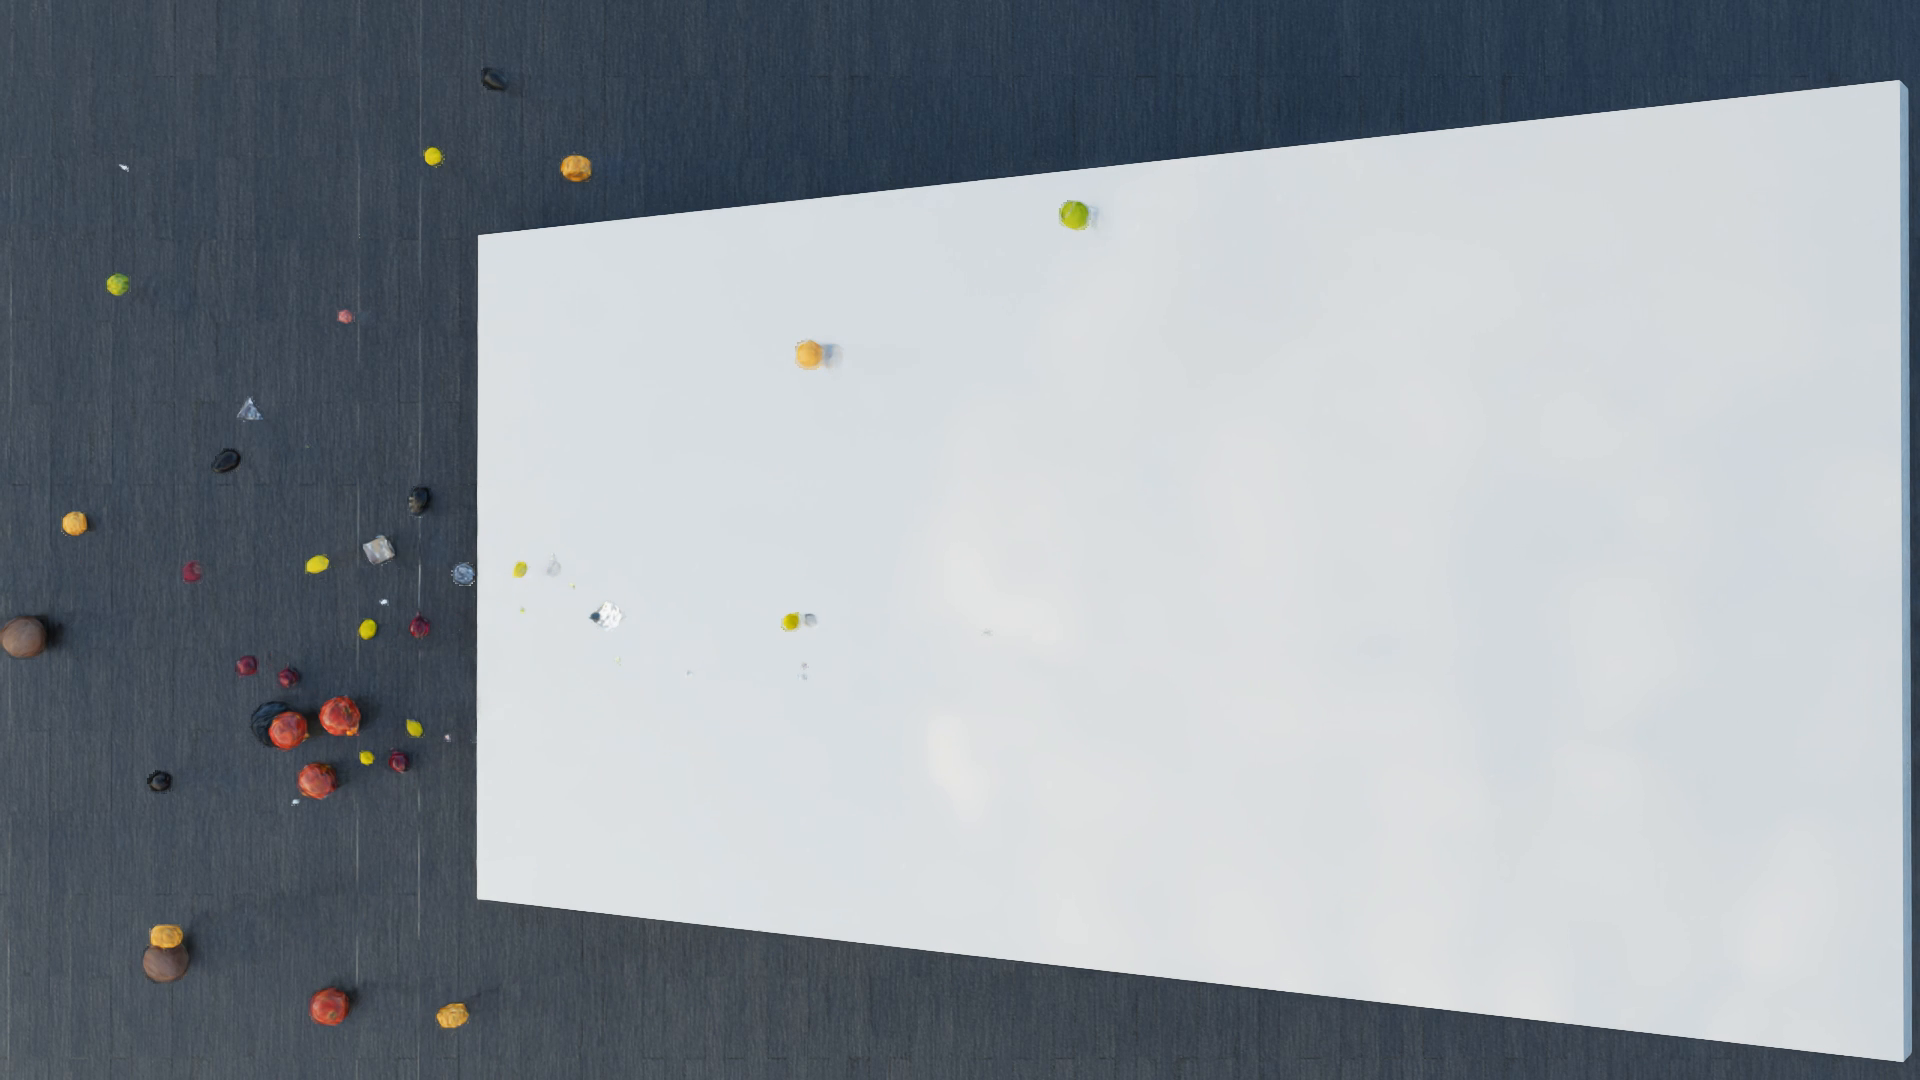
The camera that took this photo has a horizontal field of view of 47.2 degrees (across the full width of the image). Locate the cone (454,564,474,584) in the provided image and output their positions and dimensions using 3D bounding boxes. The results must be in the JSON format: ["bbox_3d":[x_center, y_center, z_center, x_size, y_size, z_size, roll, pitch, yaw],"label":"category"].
[{"bbox_3d":[-1.508,0.112,6.648,0.061,0.061,0.061,11,65,-24],"label":"cone"}]

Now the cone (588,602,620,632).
[{"bbox_3d":[-1.038,0.220,6.311,0.088,0.088,0.088,0,89,33],"label":"cone"}]

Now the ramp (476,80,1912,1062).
[{"bbox_3d":[0.259,0.071,5.597,4.000,0.100,2.000,0,89,33],"label":"ramp"}]

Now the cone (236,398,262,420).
[{"bbox_3d":[-2.152,-0.383,6.700,0.071,0.071,0.071,35,90,-23],"label":"cone"}]

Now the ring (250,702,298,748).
[{"bbox_3d":[-2.084,0.560,6.684,0.143,0.048,0.143,0,95,-2],"label":"ring"}]

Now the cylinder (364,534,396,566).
[{"bbox_3d":[-1.758,0.031,6.657,0.070,0.070,0.070,-25,90,-5],"label":"cylinder"}]
